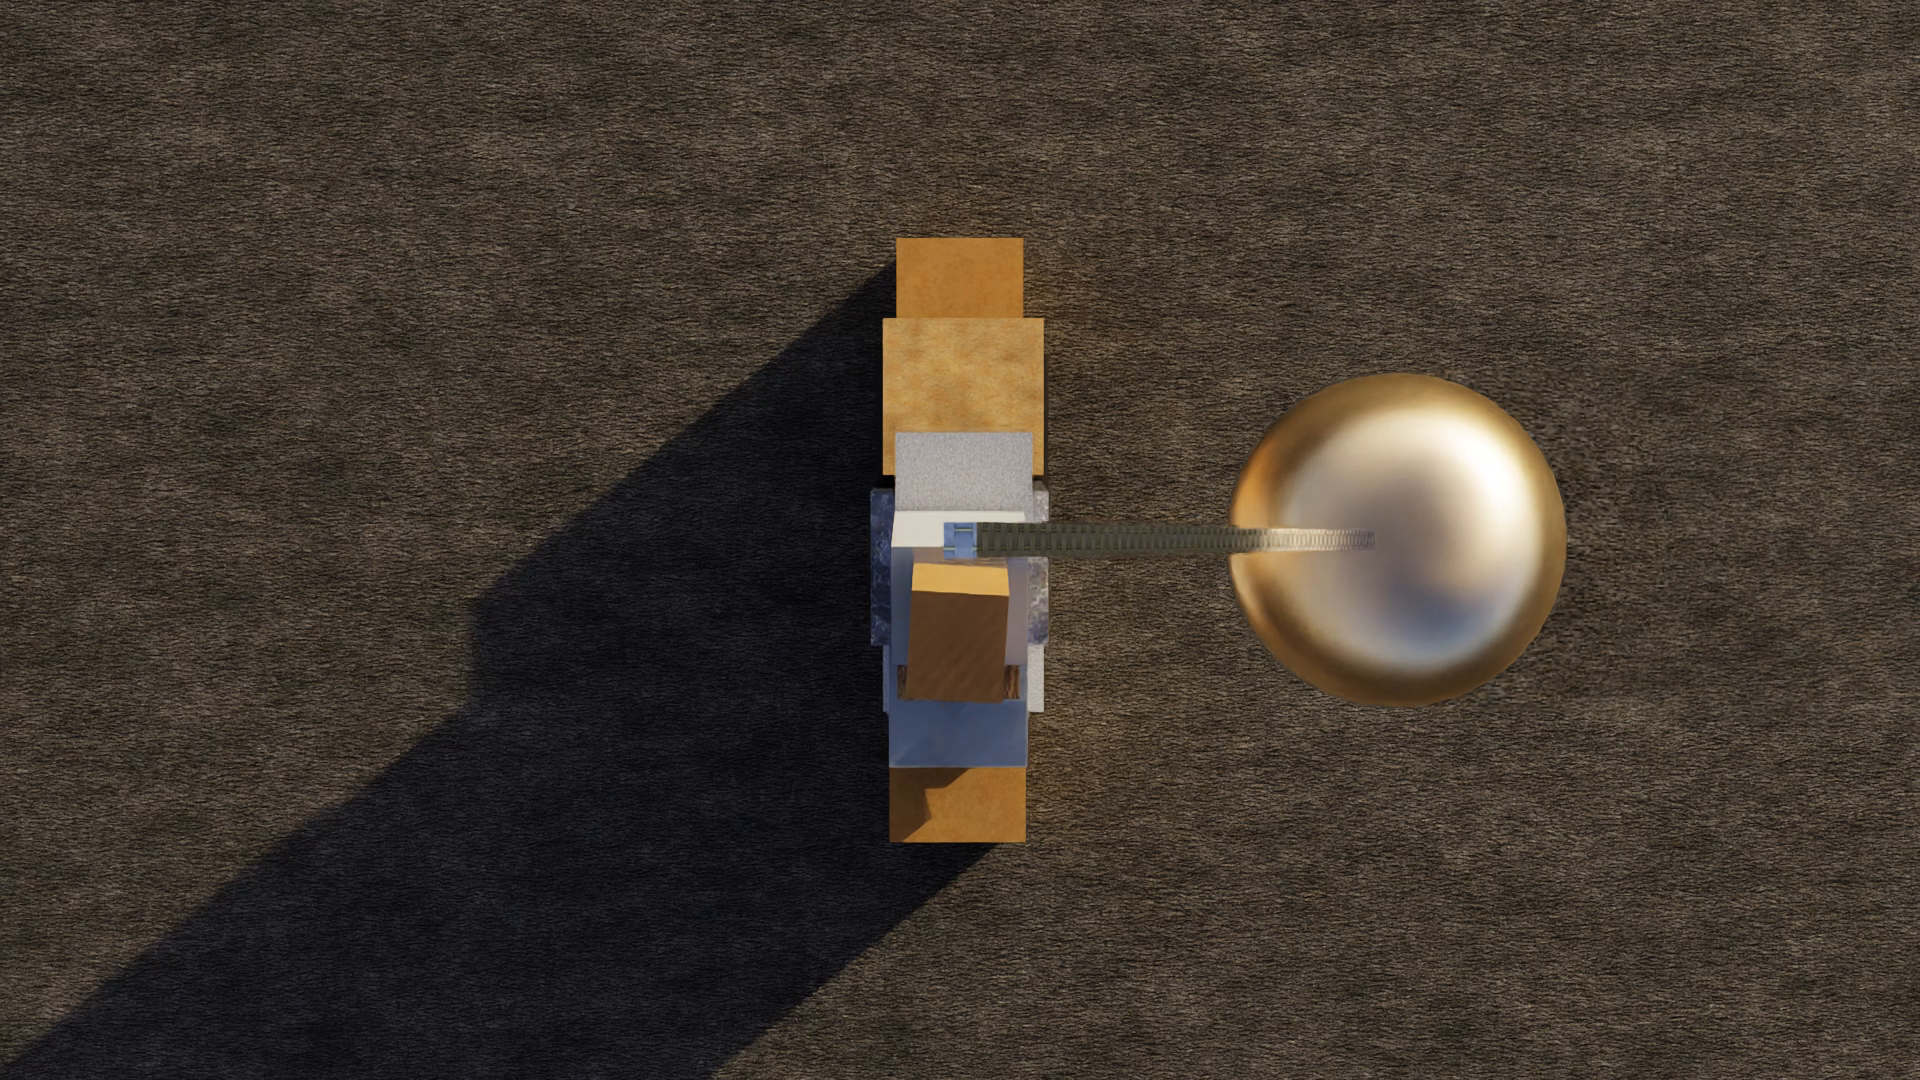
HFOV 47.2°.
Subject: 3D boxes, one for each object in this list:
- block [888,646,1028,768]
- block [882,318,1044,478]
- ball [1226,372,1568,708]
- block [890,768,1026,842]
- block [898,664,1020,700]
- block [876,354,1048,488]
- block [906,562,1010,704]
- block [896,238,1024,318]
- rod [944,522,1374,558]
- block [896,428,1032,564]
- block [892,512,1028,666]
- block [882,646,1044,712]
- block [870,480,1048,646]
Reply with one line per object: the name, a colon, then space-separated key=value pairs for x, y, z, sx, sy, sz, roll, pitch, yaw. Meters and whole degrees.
block: x=-0.009 y=0.826 z=11.740 sx=0.718 sy=0.676 sz=0.672 roll=0 pitch=94 yaw=0
block: x=0.017 y=-0.737 z=11.648 sx=0.825 sy=0.709 sz=0.805 roll=0 pitch=90 yaw=0
ball: x=2.074 y=0.000 z=10.507 sx=1.600 sy=1.600 sz=1.600 roll=0 pitch=90 yaw=0
block: x=-0.014 y=1.319 z=12.624 sx=0.759 sy=0.752 sz=0.729 roll=0 pitch=90 yaw=0
block: x=-0.009 y=0.420 z=10.828 sx=0.587 sy=0.572 sz=0.647 roll=0 pitch=95 yaw=0
block: x=0.012 y=-0.520 z=12.501 sx=0.940 sy=0.997 sz=0.993 roll=0 pitch=90 yaw=0
block: x=-0.013 y=0.408 z=9.722 sx=0.420 sy=0.410 sz=0.493 roll=3 pitch=106 yaw=-1
block: x=0.000 y=-1.355 z=12.628 sx=0.706 sy=0.745 sz=0.657 roll=0 pitch=90 yaw=0
rod: x=0.899 y=0.000 z=7.317 sx=0.080 sy=5.200 sz=0.080 roll=0 pitch=90 yaw=20
block: x=0.019 y=-0.224 z=10.745 sx=0.653 sy=0.628 sz=0.624 roll=0 pitch=94 yaw=0
block: x=-0.003 y=0.217 z=10.183 sx=0.610 sy=0.580 sz=0.561 roll=0 pitch=106 yaw=0
block: x=0.018 y=0.465 z=12.544 sx=0.884 sy=0.913 sz=0.958 roll=0 pitch=90 yaw=0
block: x=-0.002 y=0.106 z=11.551 sx=0.895 sy=0.922 sz=0.782 roll=0 pitch=95 yaw=0
